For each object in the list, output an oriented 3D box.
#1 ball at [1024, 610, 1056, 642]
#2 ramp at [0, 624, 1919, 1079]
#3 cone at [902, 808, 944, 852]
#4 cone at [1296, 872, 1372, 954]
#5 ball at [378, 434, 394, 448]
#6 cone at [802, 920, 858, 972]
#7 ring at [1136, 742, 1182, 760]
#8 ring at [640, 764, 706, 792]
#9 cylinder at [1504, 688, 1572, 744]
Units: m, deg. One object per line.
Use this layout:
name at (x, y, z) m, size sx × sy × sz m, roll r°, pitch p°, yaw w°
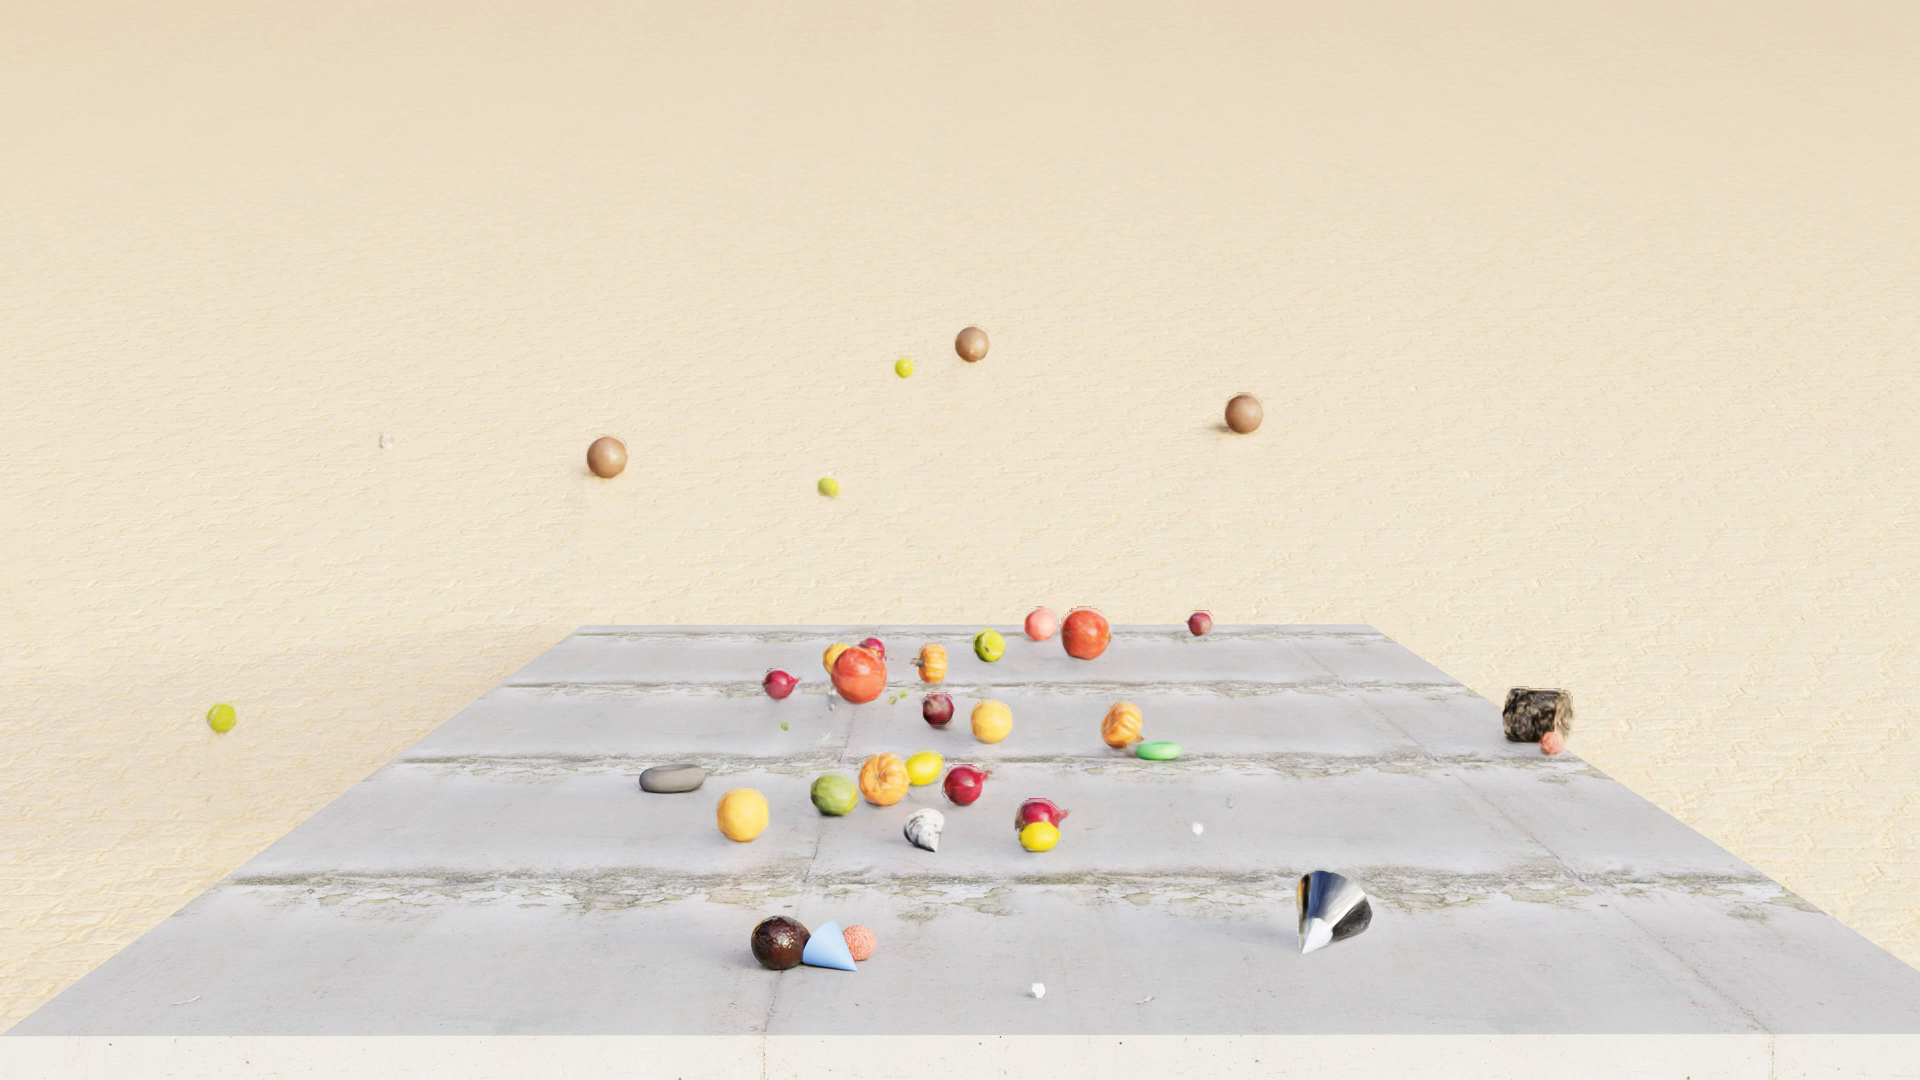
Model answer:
ball at (0.192, 0.204, 6.138) m, size 0.077 × 0.077 × 0.077 m, roll 0°, pitch 19°, yaw 0°
ramp at (0.045, 0.403, 4.539) m, size 2.000 × 0.100 × 4.000 m, roll 0°, pitch 4°, yaw 0°
cone at (-0.041, 0.410, 3.513) m, size 0.060 × 0.060 × 0.060 m, roll -6°, pitch 32°, yaw -17°
cone at (0.407, 0.443, 2.921) m, size 0.094 × 0.094 × 0.094 m, roll 11°, pitch 36°, yaw 28°
ball at (-1.859, -0.320, 8.306) m, size 0.050 × 0.050 × 0.050 m, roll 0°, pitch 19°, yaw 0°
cone at (-0.133, 0.458, 2.819) m, size 0.057 × 0.057 × 0.057 m, roll 33°, pitch 34°, yaw 28°
ring at (0.335, 0.355, 4.321) m, size 0.077 × 0.026 × 0.077 m, roll -3°, pitch 1°, yaw 0°
ring at (-0.449, 0.372, 4.007) m, size 0.104 × 0.035 × 0.104 m, roll -4°, pitch 3°, yaw 0°
cylinder at (1.009, 0.308, 4.480) m, size 0.092 × 0.092 × 0.092 m, roll 2°, pitch 17°, yaw 32°
